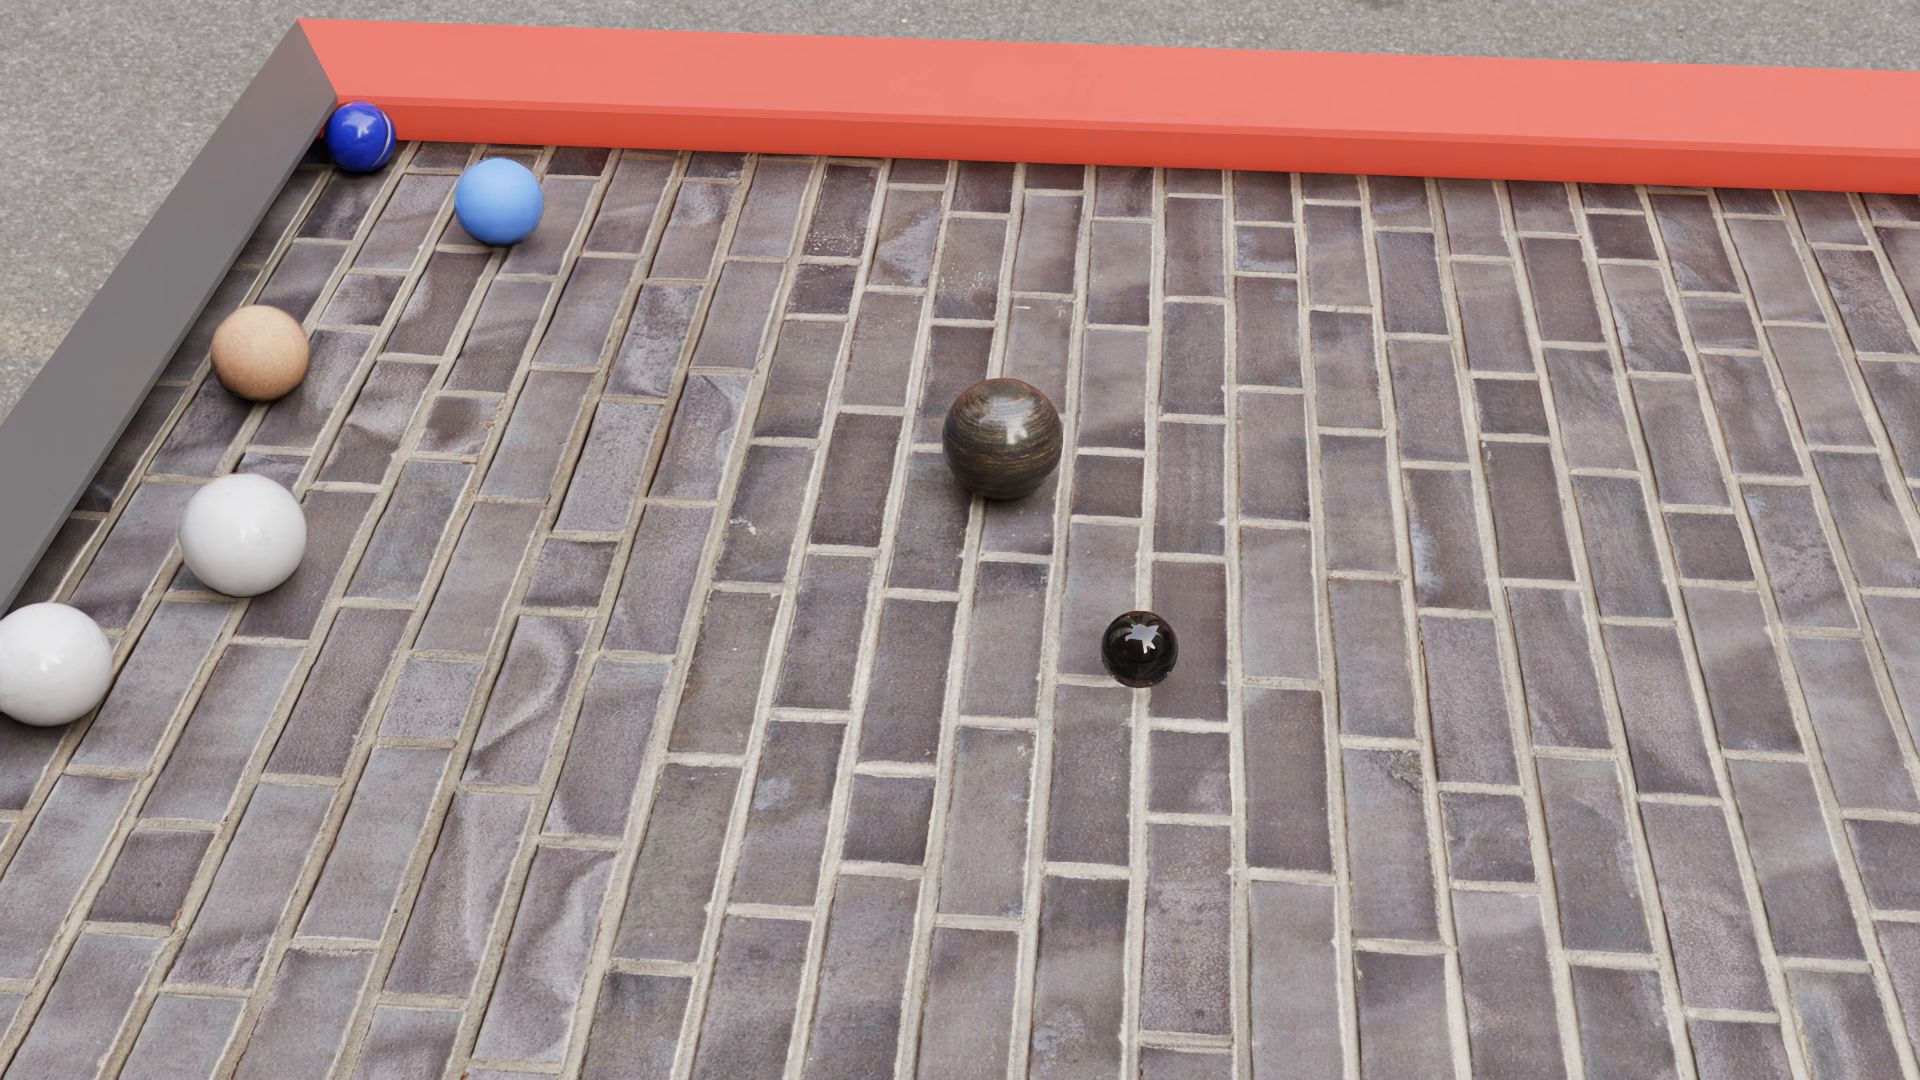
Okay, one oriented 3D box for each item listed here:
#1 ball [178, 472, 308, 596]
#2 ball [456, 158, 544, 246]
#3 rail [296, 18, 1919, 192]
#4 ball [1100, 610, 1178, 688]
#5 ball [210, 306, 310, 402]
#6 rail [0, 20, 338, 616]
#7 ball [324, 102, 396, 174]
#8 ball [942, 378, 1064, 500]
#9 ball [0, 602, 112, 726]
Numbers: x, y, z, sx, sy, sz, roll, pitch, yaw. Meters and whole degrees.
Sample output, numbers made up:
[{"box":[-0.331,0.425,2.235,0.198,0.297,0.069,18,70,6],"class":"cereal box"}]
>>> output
[{"box":[-0.533,-0.004,1.907,0.092,0.092,0.092,0,35,0],"class":"ball"},{"box":[-0.424,-0.311,2.362,0.080,0.080,0.080,0,35,0],"class":"ball"},{"box":[0.759,-0.379,2.419,2.822,0.124,0.045,3,35,4],"class":"rail"},{"box":[0.127,0.078,1.821,0.055,0.055,0.055,0,35,0],"class":"ball"},{"box":[-0.583,-0.155,2.136,0.080,0.080,0.080,0,35,0],"class":"ball"},{"box":[-0.680,-0.050,1.944,0.045,0.124,1.429,3,35,4],"class":"rail"},{"box":[-0.582,-0.390,2.486,0.068,0.068,0.068,0,35,0],"class":"ball"},{"box":[0.033,-0.079,2.012,0.096,0.096,0.096,0,35,0],"class":"ball"},{"box":[-0.634,0.087,1.781,0.086,0.086,0.086,0,35,0],"class":"ball"}]
